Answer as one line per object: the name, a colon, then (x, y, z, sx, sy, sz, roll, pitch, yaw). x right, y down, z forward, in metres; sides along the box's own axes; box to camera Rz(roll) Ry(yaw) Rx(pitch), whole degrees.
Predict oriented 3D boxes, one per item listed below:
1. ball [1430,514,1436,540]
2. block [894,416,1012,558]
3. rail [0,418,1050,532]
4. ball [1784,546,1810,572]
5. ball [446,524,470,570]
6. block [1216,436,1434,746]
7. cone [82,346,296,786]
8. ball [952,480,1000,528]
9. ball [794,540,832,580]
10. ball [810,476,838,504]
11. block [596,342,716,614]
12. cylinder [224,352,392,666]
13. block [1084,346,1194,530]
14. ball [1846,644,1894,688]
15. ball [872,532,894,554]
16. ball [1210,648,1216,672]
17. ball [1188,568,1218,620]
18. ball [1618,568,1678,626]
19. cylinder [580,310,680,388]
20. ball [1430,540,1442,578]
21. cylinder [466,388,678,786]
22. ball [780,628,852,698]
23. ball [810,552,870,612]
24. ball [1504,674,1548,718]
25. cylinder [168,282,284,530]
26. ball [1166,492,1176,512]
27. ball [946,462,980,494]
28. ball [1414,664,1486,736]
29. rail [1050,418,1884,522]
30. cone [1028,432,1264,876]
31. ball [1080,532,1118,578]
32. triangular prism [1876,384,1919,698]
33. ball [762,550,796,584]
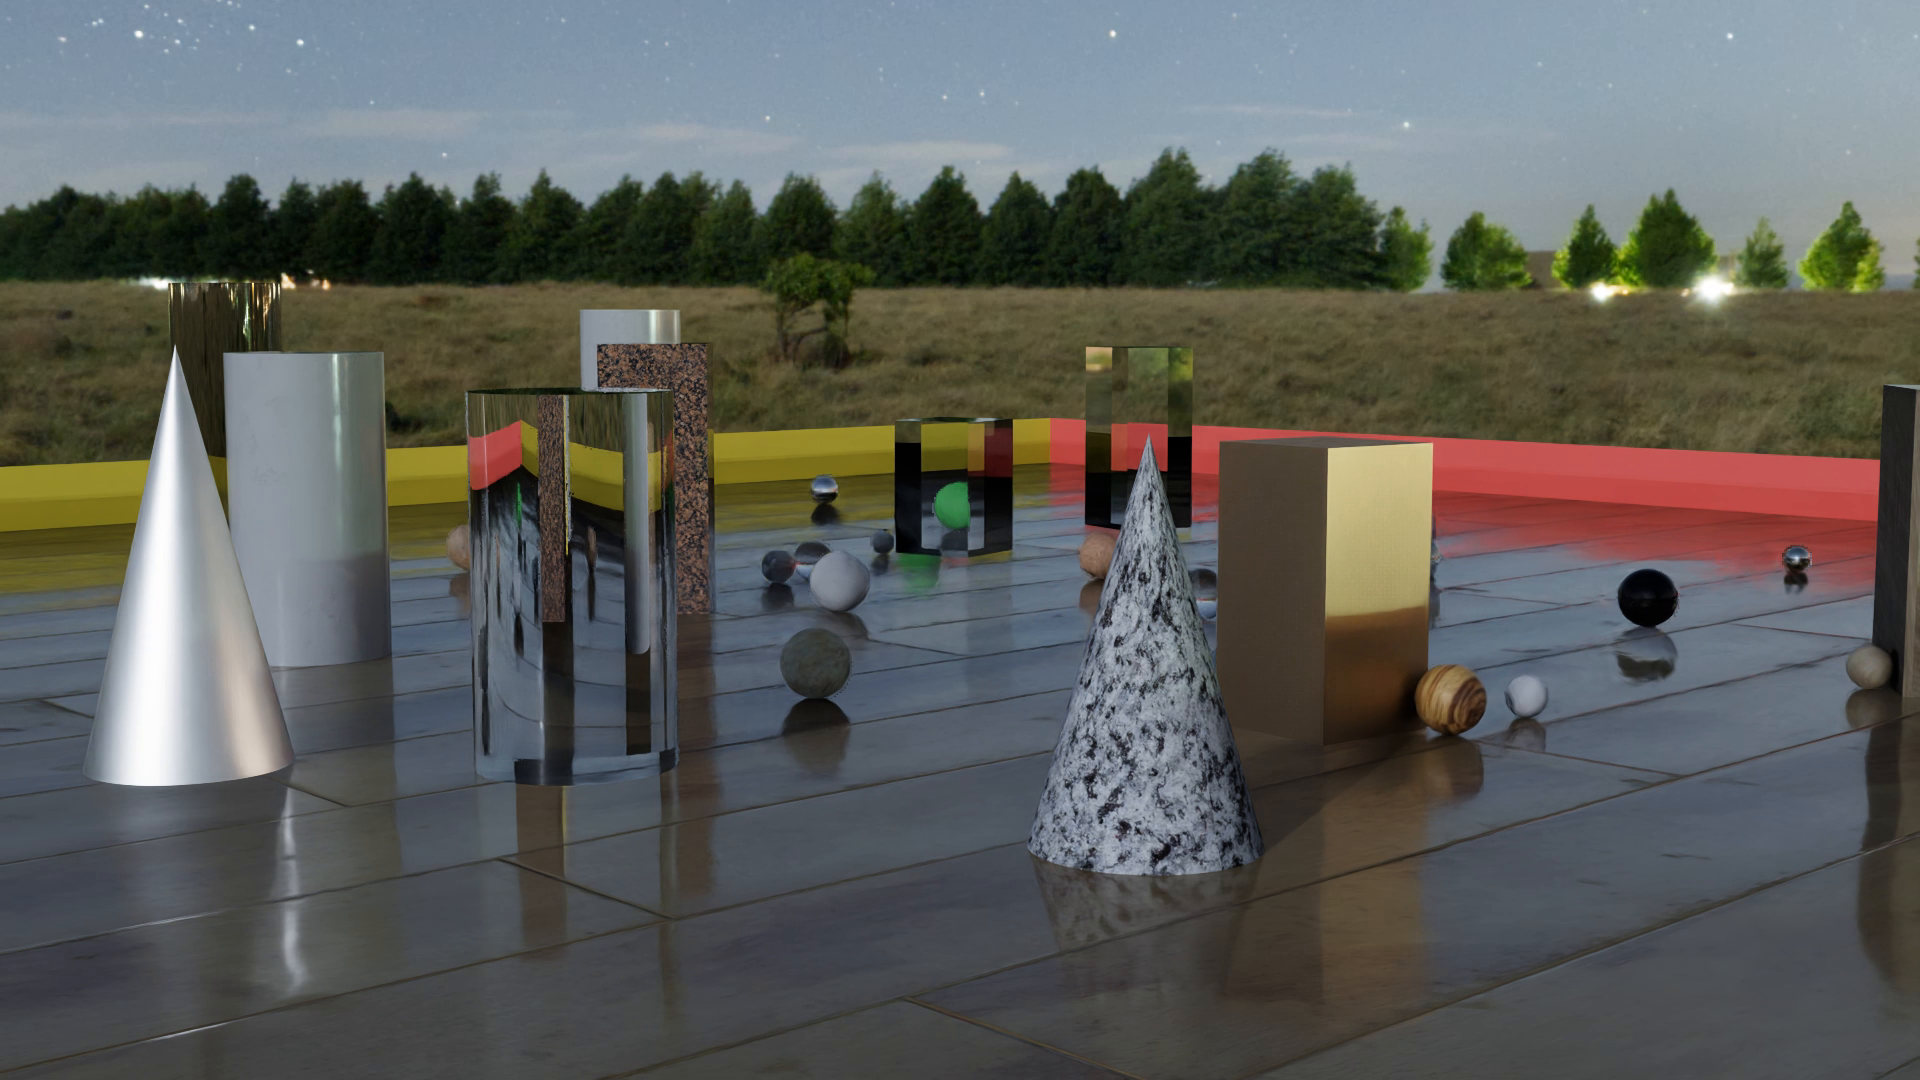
ball: (0.836, -0.025, 4.076, 0.093, 0.093, 0.093, 0, 6, 0)
block: (-0.011, -0.101, 4.072, 0.158, 0.244, 0.158, 4, 7, 32)
rail: (-1.431, -0.127, 4.874, 4.660, 0.129, 0.045, -5, 8, -42)
ball: (1.436, 0.032, 3.771, 0.042, 0.042, 0.042, 0, 6, 0)
ball: (-0.839, 0.012, 3.773, 0.081, 0.081, 0.081, 0, 6, 0)
block: (0.388, 0.048, 2.352, 0.158, 0.306, 0.158, -4, 7, -37)
cone: (-0.758, 0.016, 2.145, 0.198, 0.412, 0.198, 0, 6, 0)
ball: (0.034, -0.076, 4.531, 0.099, 0.099, 0.099, 0, 6, 0)
ball: (-0.242, 0.034, 3.631, 0.067, 0.067, 0.067, 0, 6, 0)
ball: (-0.313, -0.115, 5.077, 0.065, 0.065, 0.065, 0, 6, 0)
block: (-0.453, -0.096, 3.297, 0.158, 0.396, 0.158, 0, 6, -3)
cylinder: (-0.840, -0.046, 2.837, 0.198, 0.391, 0.198, 0, 6, 0)
block: (0.369, -0.213, 4.543, 0.158, 0.370, 0.158, -3, 7, -29)
ball: (1.074, 0.149, 2.597, 0.052, 0.052, 0.052, 0, 6, 0)
ball: (-0.140, 0.005, 4.036, 0.042, 0.042, 0.042, 0, 6, 0)
ball: (0.308, 0.152, 2.455, 0.077, 0.077, 0.077, 0, 6, 0)
ball: (0.349, 0.078, 3.172, 0.075, 0.075, 0.075, 0, 6, 0)
ball: (0.971, 0.081, 3.107, 0.083, 0.083, 0.083, 0, 6, 0)
cylinder: (-0.652, -0.233, 4.369, 0.198, 0.446, 0.198, 0, 6, 0)
ball: (0.754, 0.030, 3.626, 0.077, 0.077, 0.077, 0, 6, 0)
cylinder: (-0.377, 0.038, 2.147, 0.198, 0.367, 0.198, 0, 6, 0)
ball: (-0.166, 0.142, 2.531, 0.082, 0.082, 0.082, 0, 6, 0)
ball: (-0.178, 0.062, 3.260, 0.090, 0.090, 0.090, 0, 6, 0)
ball: (0.622, 0.172, 2.412, 0.047, 0.047, 0.047, 0, 6, 0)
cylinder: (-1.348, -0.225, 4.060, 0.198, 0.494, 0.198, 0, 6, 0)
ball: (0.448, -0.080, 4.805, 0.051, 0.051, 0.051, 0, 6, 0)
ball: (0.006, -0.144, 5.275, 0.081, 0.081, 0.081, 0, 6, 0)
ball: (0.516, 0.168, 2.314, 0.075, 0.075, 0.075, 0, 6, 0)
rail: (1.695, -0.129, 4.887, 0.045, 0.129, 4.268, -5, 8, -42)
cone: (0.155, 0.084, 1.820, 0.198, 0.345, 0.198, 0, 6, 0)
ball: (0.238, 0.026, 3.668, 0.076, 0.076, 0.076, 0, 6, 0)
triangular prism: (1.150, -0.005, 2.620, 0.171, 0.355, 0.149, -2, 6, -19)
ball: (-0.298, 0.043, 3.602, 0.056, 0.056, 0.056, 0, 6, 0)
